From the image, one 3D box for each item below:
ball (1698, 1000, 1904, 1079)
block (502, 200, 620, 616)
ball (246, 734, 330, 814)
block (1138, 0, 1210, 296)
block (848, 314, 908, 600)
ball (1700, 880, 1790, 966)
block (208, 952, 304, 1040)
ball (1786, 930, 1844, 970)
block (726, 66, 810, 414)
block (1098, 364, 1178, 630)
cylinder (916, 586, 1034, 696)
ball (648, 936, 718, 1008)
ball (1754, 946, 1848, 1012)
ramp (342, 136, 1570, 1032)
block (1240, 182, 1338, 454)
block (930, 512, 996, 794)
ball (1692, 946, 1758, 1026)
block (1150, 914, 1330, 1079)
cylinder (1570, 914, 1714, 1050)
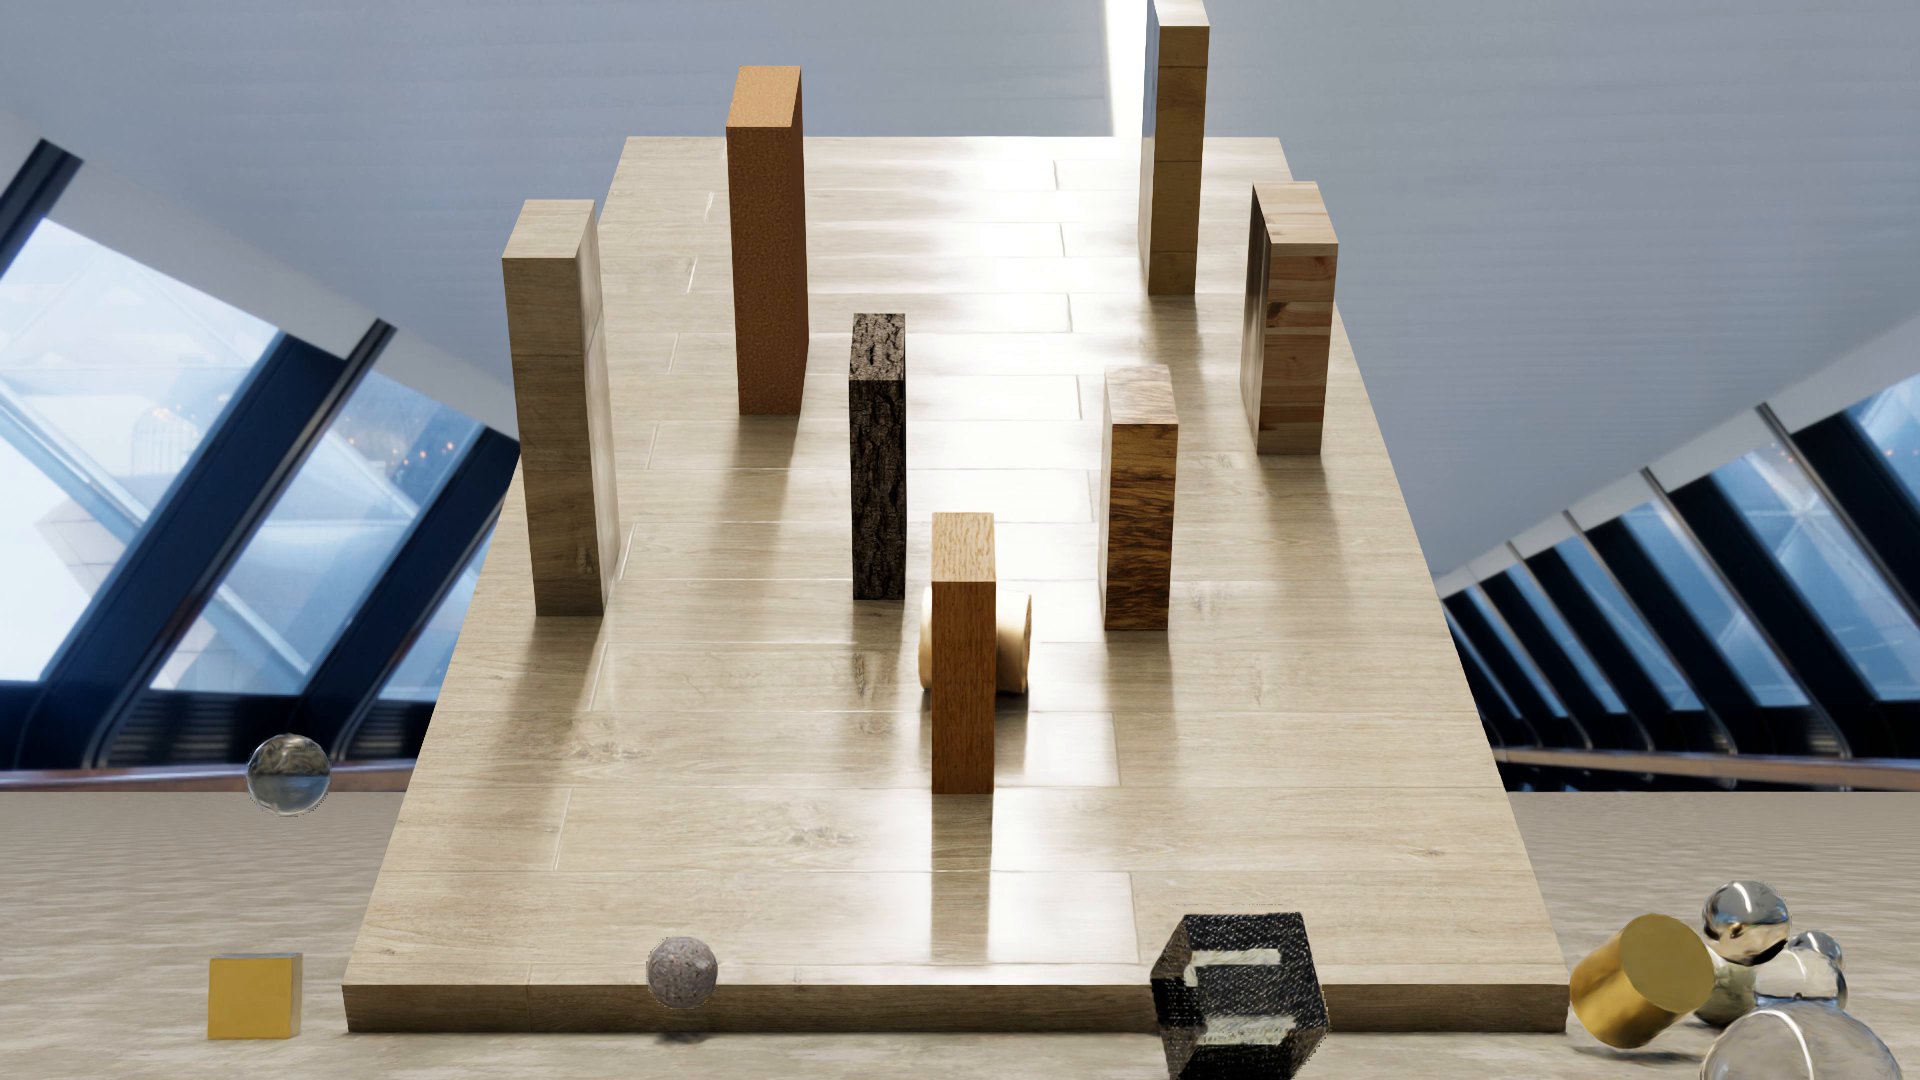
[{"bbox_3d":[0.815,0.545,2.330,0.195,0.195,0.195,0,-6,0],"label":"ball"},{"bbox_3d":[-0.795,-0.261,4.847,0.137,0.788,0.299,0,29,0],"label":"block"},{"bbox_3d":[-1.405,0.490,5.036,0.169,0.169,0.169,0,-6,0],"label":"ball"},{"bbox_3d":[0.558,-1.063,6.344,0.124,0.727,0.410,0,29,0],"label":"block"},{"bbox_3d":[-0.167,-0.174,4.988,0.107,0.502,0.322,0,29,0],"label":"block"},{"bbox_3d":[1.270,0.619,3.891,0.138,0.138,0.138,0,-6,0],"label":"ball"},{"bbox_3d":[-1.143,0.739,3.905,0.128,0.128,0.128,1,-6,-7],"label":"block"},{"bbox_3d":[1.720,0.844,4.846,0.111,0.111,0.111,0,-6,0],"label":"ball"},{"bbox_3d":[-0.452,-0.715,5.729,0.145,0.716,0.428,0,29,0],"label":"block"},{"bbox_3d":[0.356,-0.086,4.869,0.128,0.468,0.267,0,29,0],"label":"block"},{"bbox_3d":[0.031,0.193,4.647,0.198,0.198,0.198,6,-5,9],"label":"cylinder"},{"bbox_3d":[-0.443,0.690,3.847,0.112,0.112,0.112,0,-6,0],"label":"ball"},{"bbox_3d":[1.357,0.730,3.886,0.144,0.144,0.144,0,-6,0],"label":"ball"},{"bbox_3d":[-0.013,-0.215,5.676,2.000,0.100,4.000,0,29,0],"label":"ramp"},{"bbox_3d":[0.757,-0.517,5.583,0.147,0.523,0.378,0,29,0],"label":"block"},{"bbox_3d":[0.005,0.205,4.370,0.113,0.448,0.250,0,29,0],"label":"block"},{"bbox_3d":[1.285,0.753,4.069,0.133,0.133,0.133,0,-6,0],"label":"ball"},{"bbox_3d":[0.373,0.620,3.243,0.168,0.168,0.168,1,-38,-14],"label":"block"},{"bbox_3d":[1.024,0.664,3.617,0.155,0.155,0.155,2,-32,-17],"label":"cylinder"}]
